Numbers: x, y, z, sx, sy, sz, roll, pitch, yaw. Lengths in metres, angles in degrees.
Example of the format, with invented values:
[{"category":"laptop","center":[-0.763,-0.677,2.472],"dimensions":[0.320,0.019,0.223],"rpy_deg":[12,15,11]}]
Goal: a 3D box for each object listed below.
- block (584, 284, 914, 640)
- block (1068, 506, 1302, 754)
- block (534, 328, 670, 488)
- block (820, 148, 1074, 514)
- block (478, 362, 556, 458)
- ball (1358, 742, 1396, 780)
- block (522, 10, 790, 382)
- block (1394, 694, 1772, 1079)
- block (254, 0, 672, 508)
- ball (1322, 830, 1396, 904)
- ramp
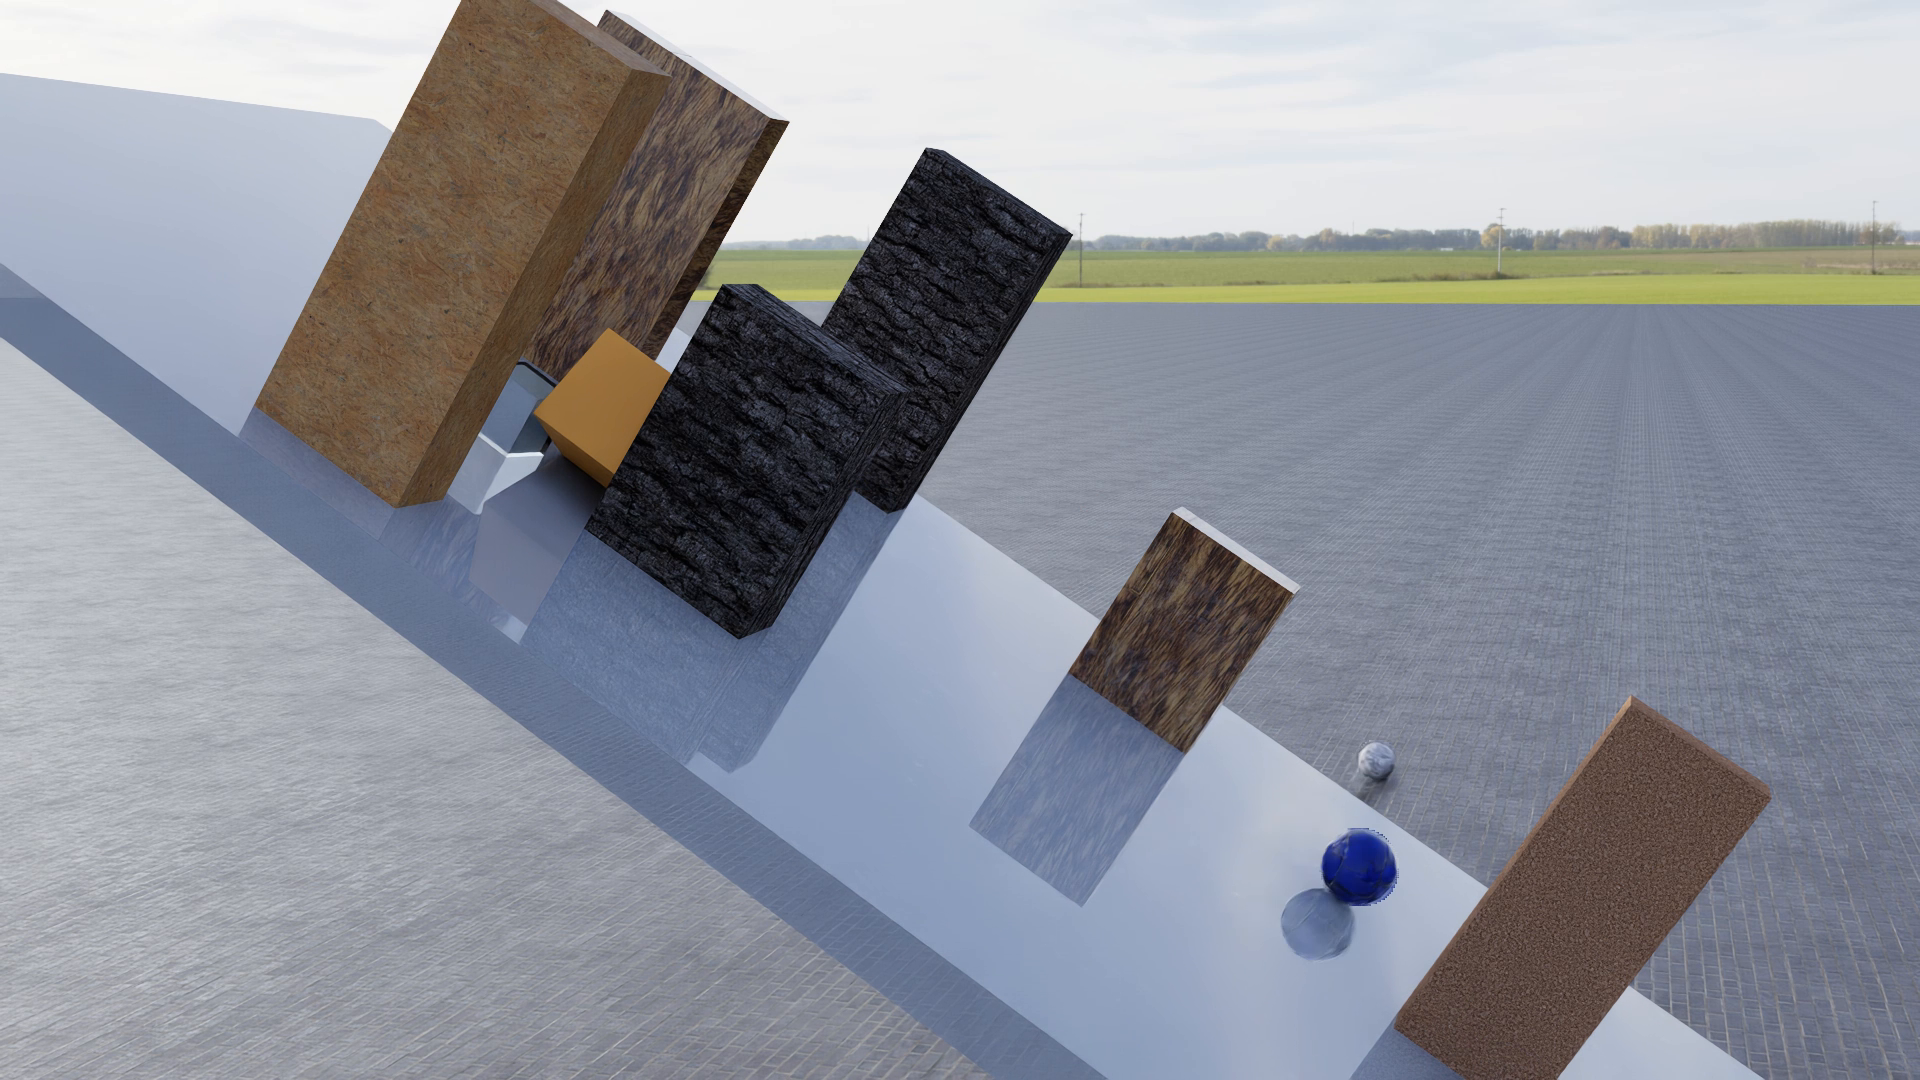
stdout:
[{"category":"block","center":[-0.360,-0.136,3.726],"dimensions":[0.334,0.490,0.149],"rpy_deg":[35,15,11]},{"category":"block","center":[0.459,0.184,4.502],"dimensions":[0.294,0.402,0.105],"rpy_deg":[35,15,11]},{"category":"block","center":[-0.594,-0.208,3.915],"dimensions":[0.201,0.201,0.201],"rpy_deg":[36,-12,15]},{"category":"block","center":[-0.097,-0.457,4.830],"dimensions":[0.347,0.718,0.133],"rpy_deg":[35,15,11]},{"category":"block","center":[-0.788,-0.233,3.902],"dimensions":[0.122,0.122,0.122],"rpy_deg":[36,15,16]},{"category":"ball","center":[1.530,0.812,8.076],"dimensions":[0.136,0.136,0.136],"rpy_deg":[0,7,0]},{"category":"block","center":[-0.680,-0.645,4.356],"dimensions":[0.403,0.674,0.103],"rpy_deg":[35,15,11]},{"category":"block","center":[1.038,0.620,3.696],"dimensions":[0.263,0.690,0.093],"rpy_deg":[35,15,11]},{"category":"block","center":[-0.769,-0.455,3.380],"dimensions":[0.290,0.773,0.142],"rpy_deg":[35,15,11]},{"category":"ball","center":[0.762,0.625,4.201],"dimensions":[0.141,0.141,0.141],"rpy_deg":[0,7,0]},{"category":"ramp","center":[-0.143,0.239,4.107],"dimensions":[4.000,0.100,2.000],"rpy_deg":[35,15,11]}]
